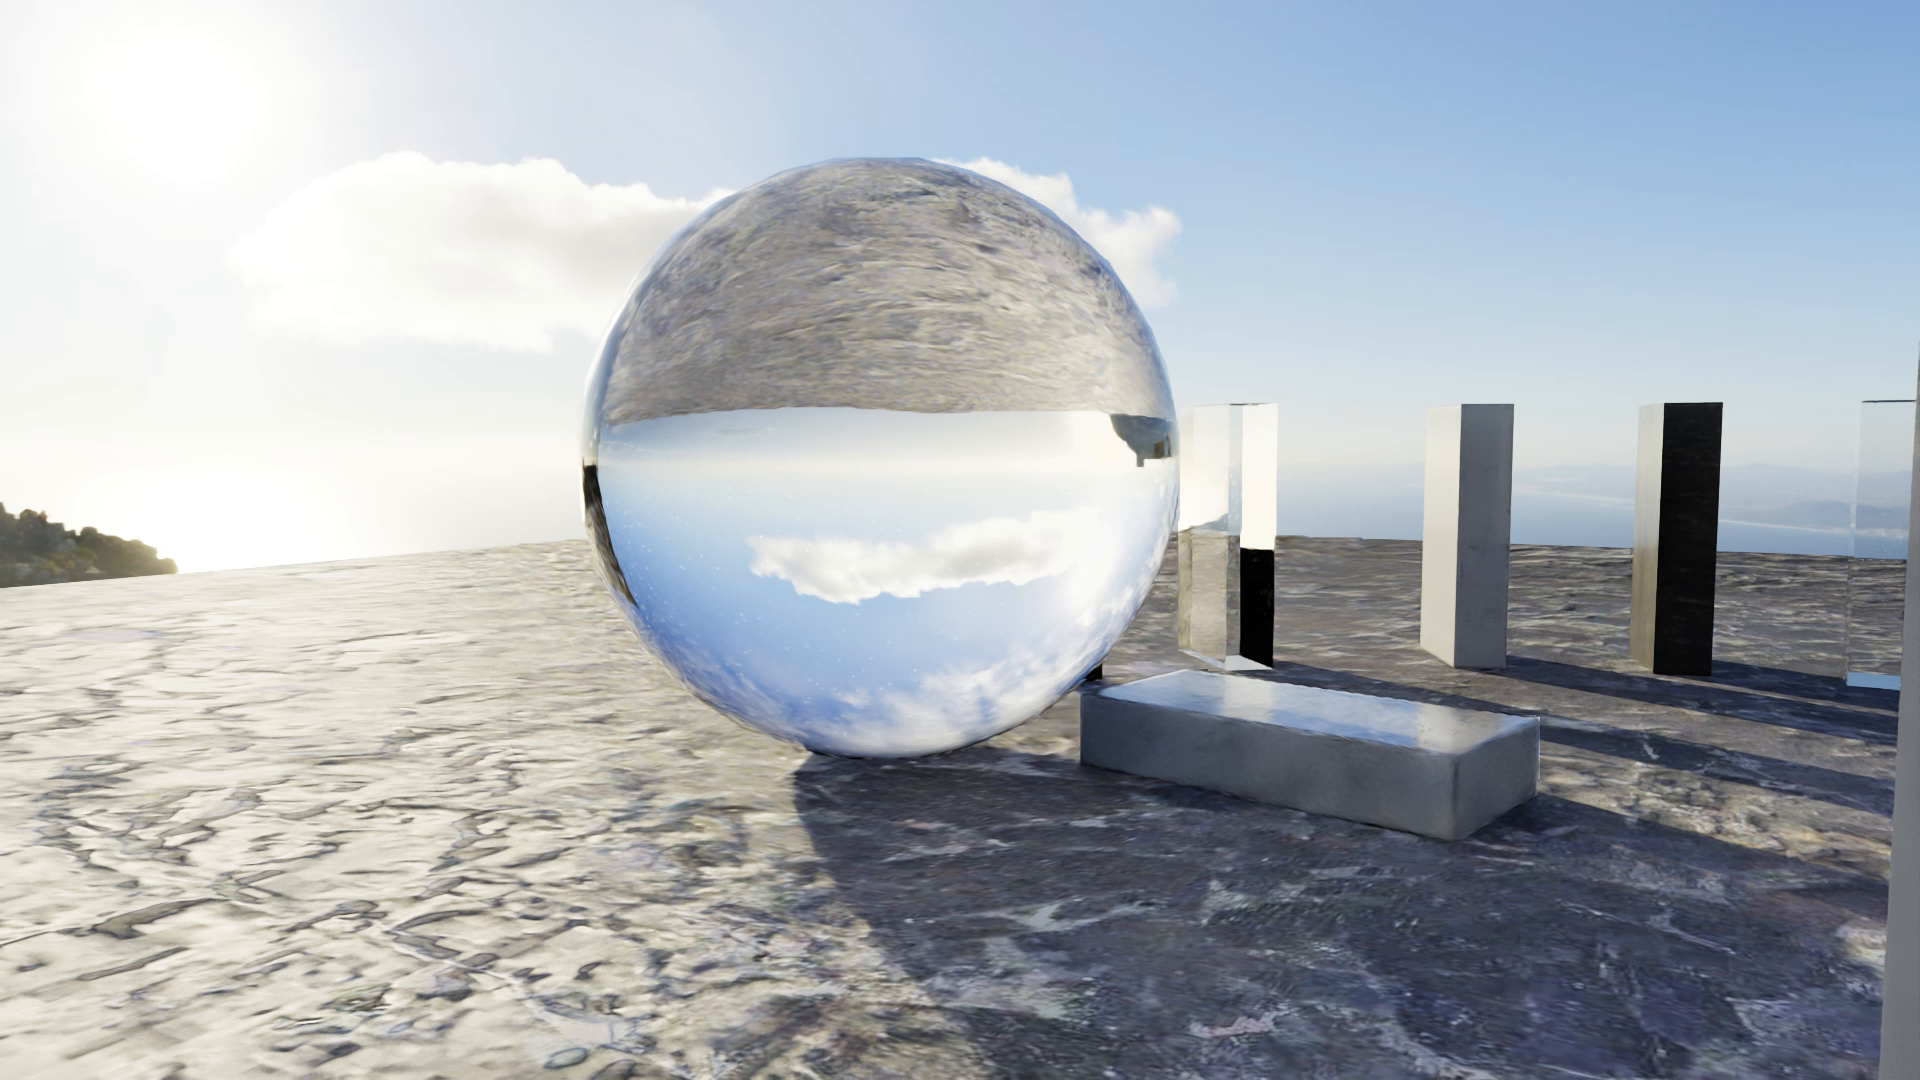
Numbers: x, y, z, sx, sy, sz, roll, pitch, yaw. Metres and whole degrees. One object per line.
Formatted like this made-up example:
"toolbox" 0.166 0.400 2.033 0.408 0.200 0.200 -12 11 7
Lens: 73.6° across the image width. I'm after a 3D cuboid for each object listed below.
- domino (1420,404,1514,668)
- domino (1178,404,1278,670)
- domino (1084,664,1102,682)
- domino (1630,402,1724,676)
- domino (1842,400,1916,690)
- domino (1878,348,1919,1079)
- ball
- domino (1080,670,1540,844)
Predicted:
"domino" 0.100 -0.001 0.254 0.010 0.050 0.025 0 4 6
"domino" 0.052 -0.001 0.252 0.010 0.050 0.025 -1 4 -11
"domino" 0.015 0.000 0.238 0.010 0.050 0.025 -3 5 -35
"domino" 0.137 -0.001 0.246 0.009 0.050 0.025 1 5 18
"domino" 0.167 0.000 0.232 0.010 0.050 0.025 3 5 33
"domino" 0.022 0.017 0.009 0.010 0.050 0.025 -4 6 -42
"ball" -0.010 -0.011 0.174 0.080 0.080 0.080 0 4 0
"domino" 0.043 0.026 0.162 0.050 0.010 0.025 4 6 43
